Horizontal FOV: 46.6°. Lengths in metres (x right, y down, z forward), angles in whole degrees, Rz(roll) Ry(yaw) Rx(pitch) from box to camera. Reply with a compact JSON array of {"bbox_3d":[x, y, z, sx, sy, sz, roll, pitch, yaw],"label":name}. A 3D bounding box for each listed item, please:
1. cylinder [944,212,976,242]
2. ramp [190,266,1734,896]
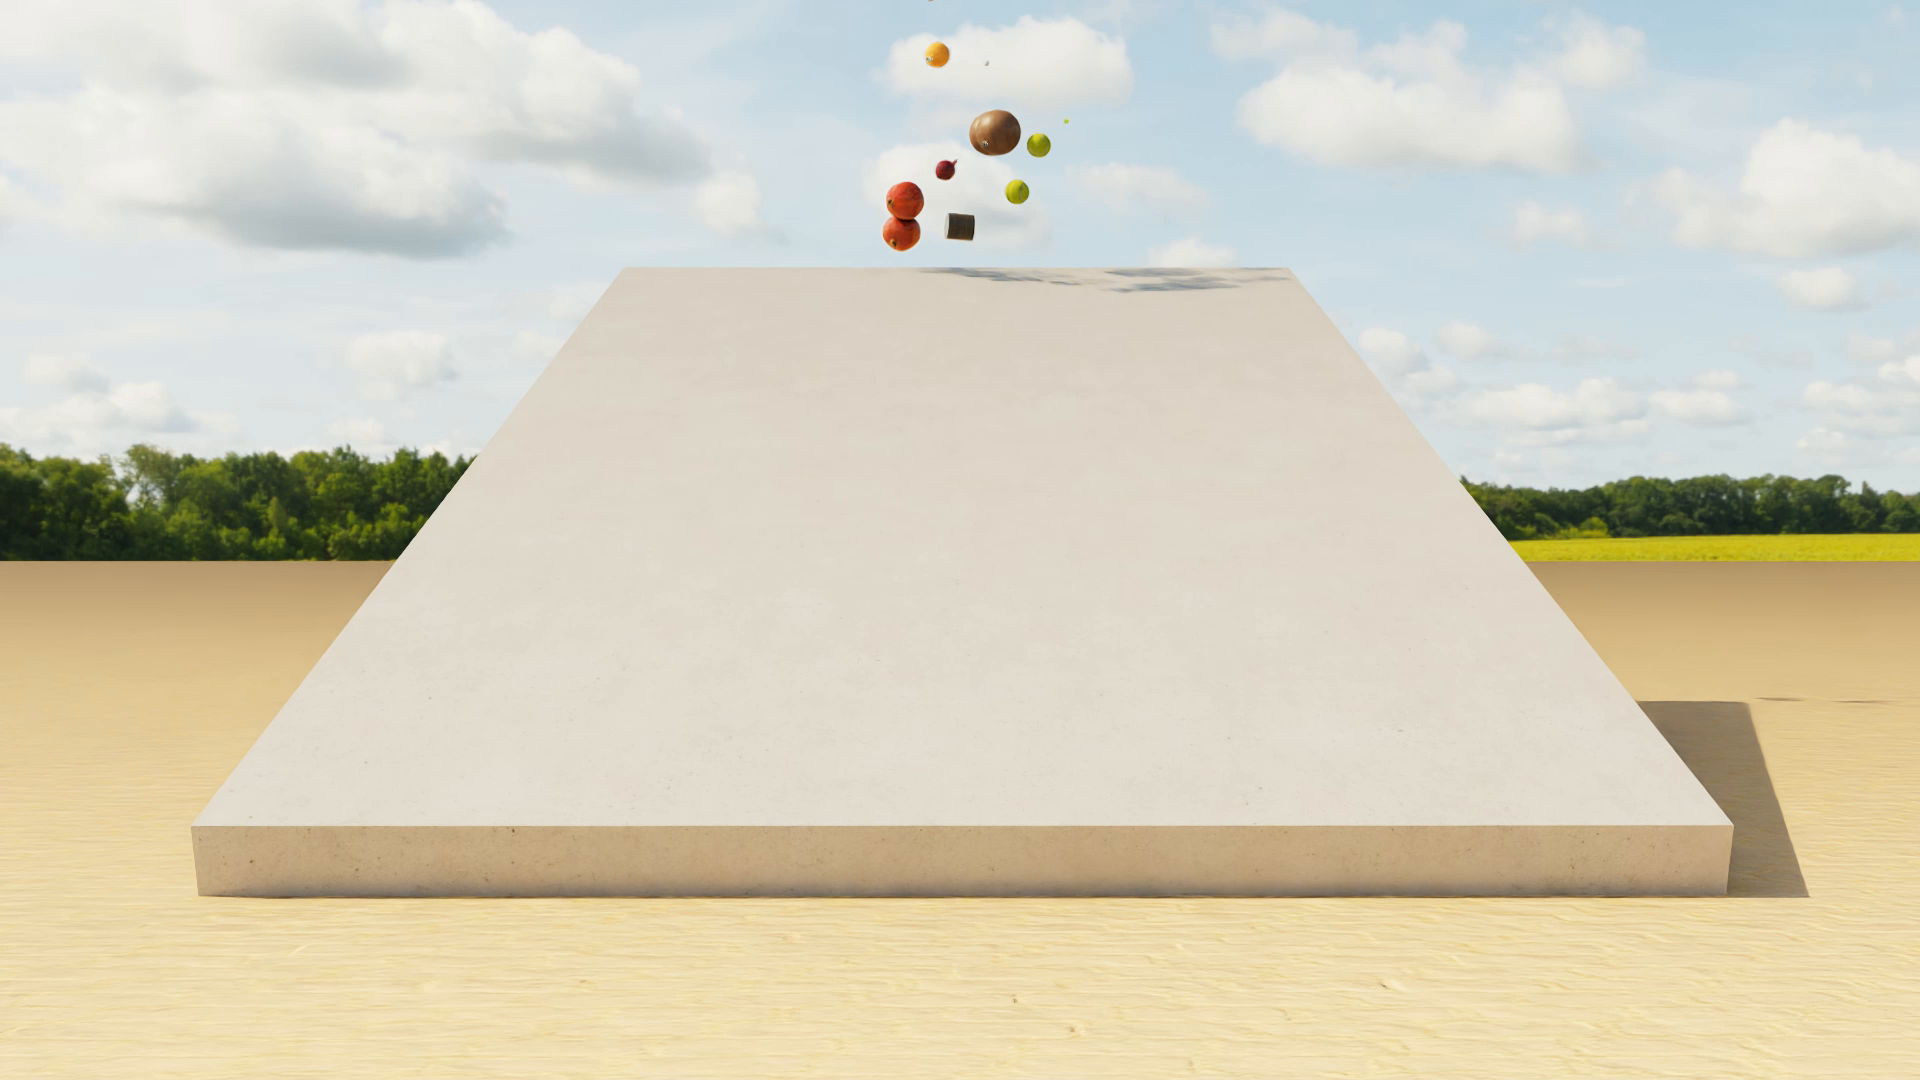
[{"bbox_3d":[-0.001,-0.915,6.506,0.077,0.077,0.077,3,-1,-11],"label":"cylinder"},{"bbox_3d":[-0.003,-0.178,4.810,2.000,0.100,4.000,0,17,0],"label":"ramp"}]
